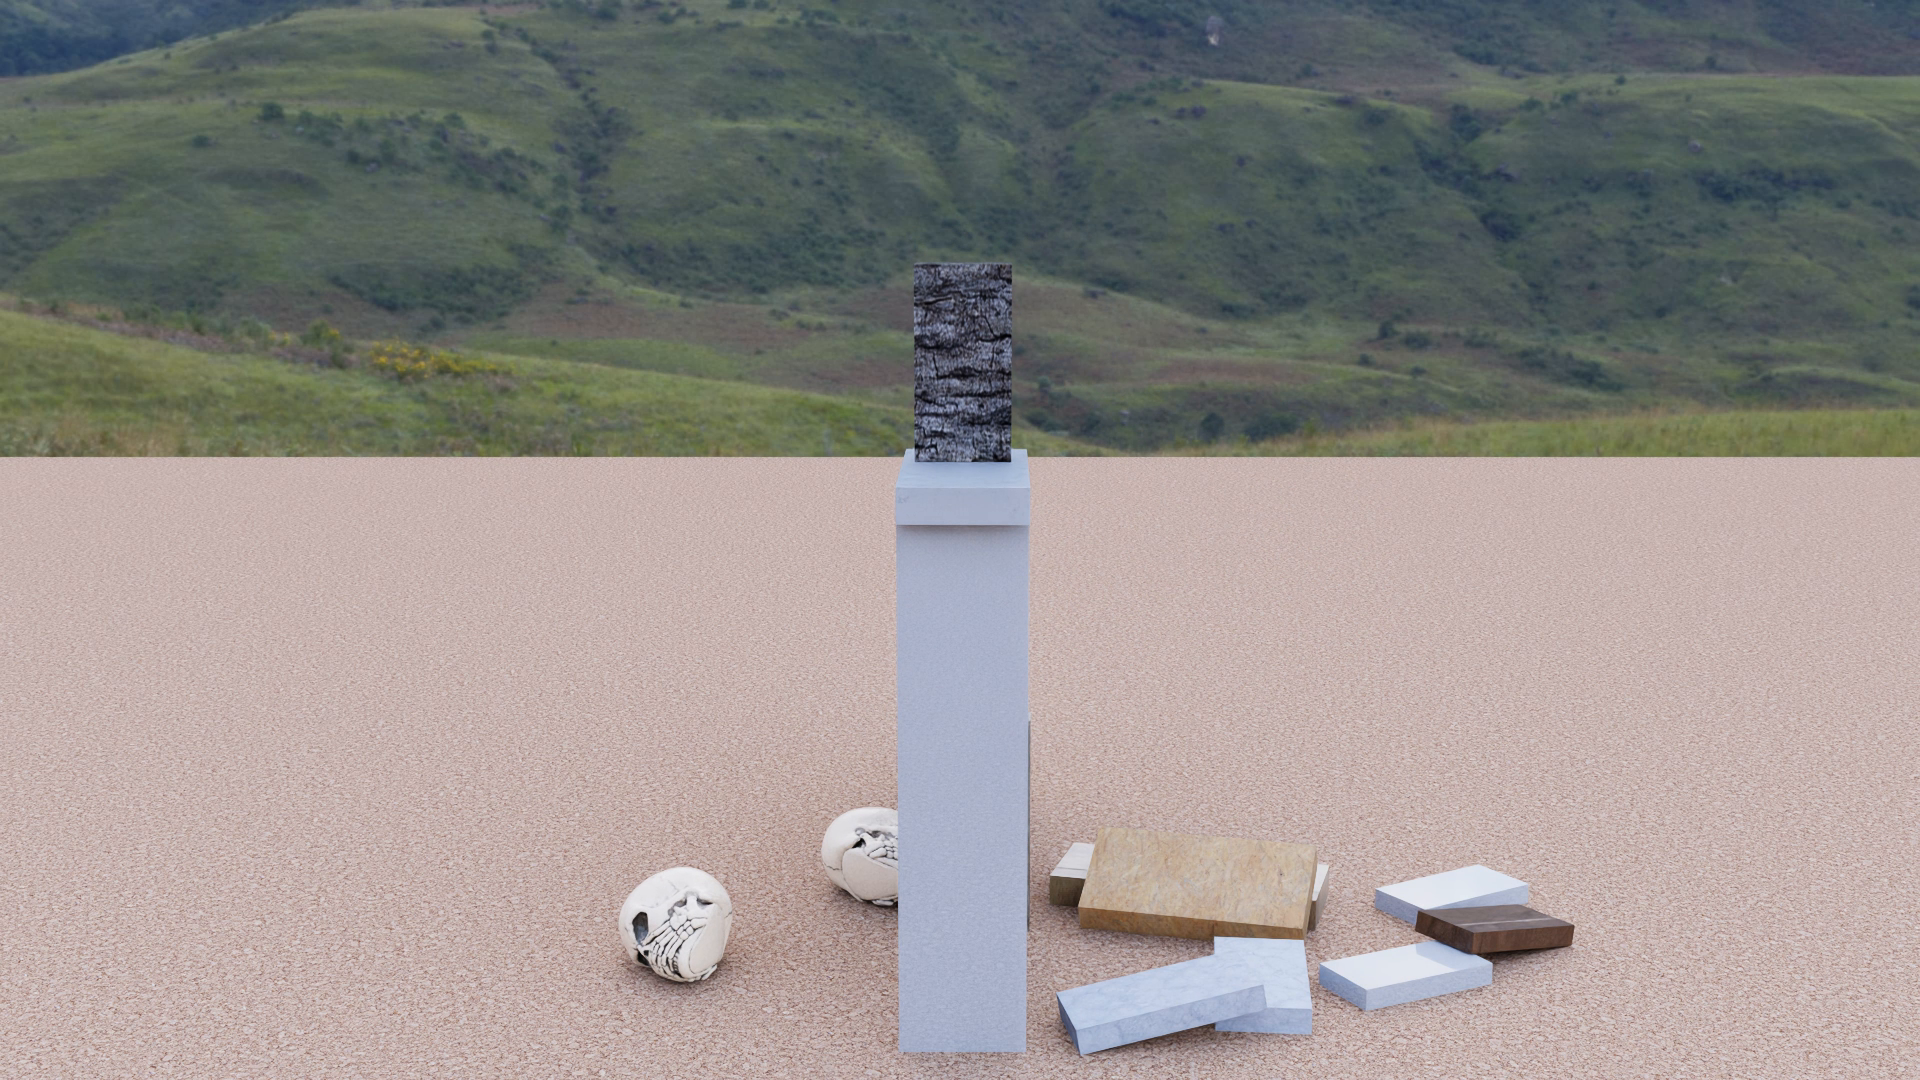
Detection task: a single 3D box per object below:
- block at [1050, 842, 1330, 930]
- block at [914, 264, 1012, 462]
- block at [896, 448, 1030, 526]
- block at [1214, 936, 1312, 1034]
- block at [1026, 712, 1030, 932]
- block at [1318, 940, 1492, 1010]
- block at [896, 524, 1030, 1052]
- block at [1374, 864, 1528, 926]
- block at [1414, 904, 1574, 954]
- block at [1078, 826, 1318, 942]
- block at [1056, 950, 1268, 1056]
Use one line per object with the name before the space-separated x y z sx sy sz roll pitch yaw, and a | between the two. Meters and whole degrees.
block | 0.381 0.570 3.637 0.435 0.050 0.177 3 11 16
block | 0.004 -0.248 3.067 0.135 0.273 0.038 0 9 1
block | 0.006 -0.076 3.029 0.175 0.050 0.351 0 10 1
block | 0.442 0.652 3.231 0.135 0.038 0.270 1 11 6
block | 0.024 0.447 3.489 0.173 0.347 0.049 1 11 3
block | 0.664 0.646 3.277 0.230 0.033 0.115 -5 12 -26
block | 0.004 0.336 2.993 0.176 0.747 0.050 0 11 0
block | 0.808 0.584 3.611 0.230 0.033 0.115 -6 12 -31
block | 0.831 0.603 3.415 0.230 0.033 0.115 4 7 -35
block | 0.382 0.554 3.512 0.354 0.050 0.177 3 39 16
block | 0.283 0.651 3.104 0.270 0.038 0.135 -12 12 -7
